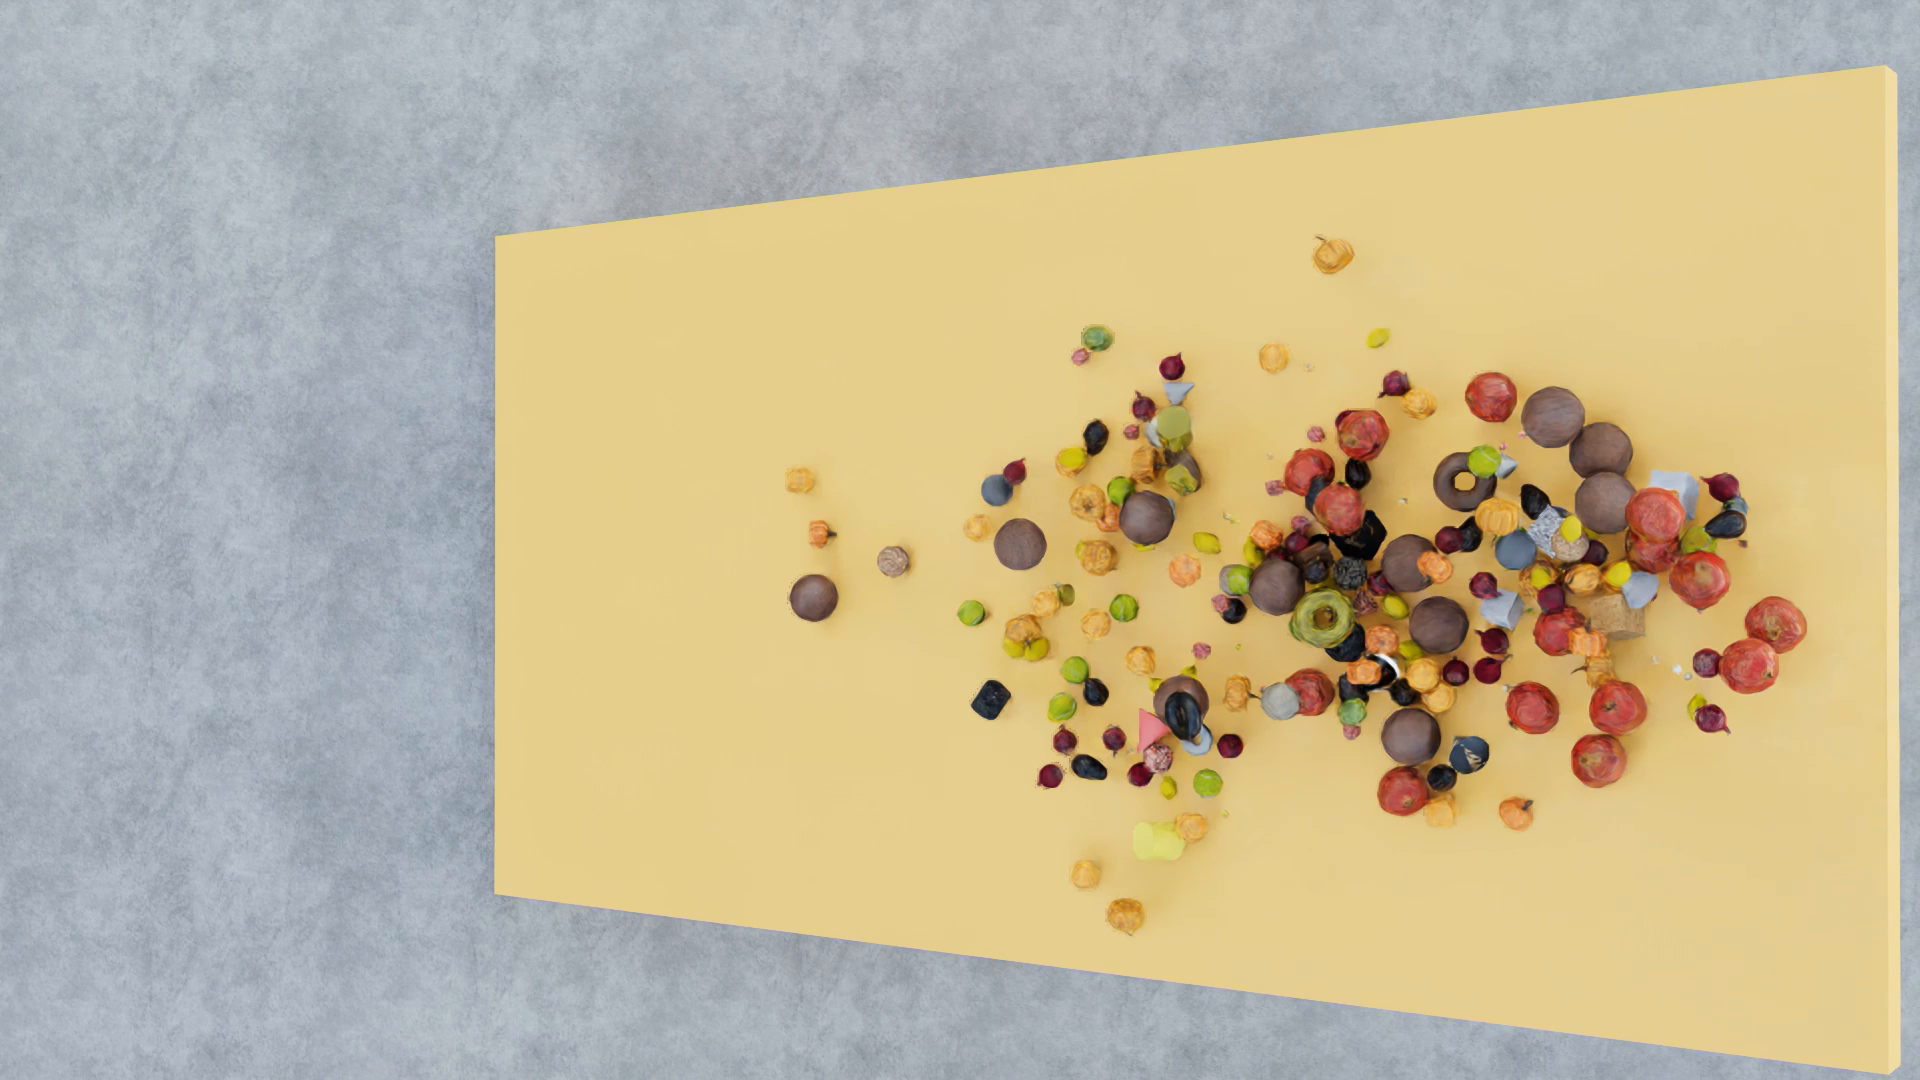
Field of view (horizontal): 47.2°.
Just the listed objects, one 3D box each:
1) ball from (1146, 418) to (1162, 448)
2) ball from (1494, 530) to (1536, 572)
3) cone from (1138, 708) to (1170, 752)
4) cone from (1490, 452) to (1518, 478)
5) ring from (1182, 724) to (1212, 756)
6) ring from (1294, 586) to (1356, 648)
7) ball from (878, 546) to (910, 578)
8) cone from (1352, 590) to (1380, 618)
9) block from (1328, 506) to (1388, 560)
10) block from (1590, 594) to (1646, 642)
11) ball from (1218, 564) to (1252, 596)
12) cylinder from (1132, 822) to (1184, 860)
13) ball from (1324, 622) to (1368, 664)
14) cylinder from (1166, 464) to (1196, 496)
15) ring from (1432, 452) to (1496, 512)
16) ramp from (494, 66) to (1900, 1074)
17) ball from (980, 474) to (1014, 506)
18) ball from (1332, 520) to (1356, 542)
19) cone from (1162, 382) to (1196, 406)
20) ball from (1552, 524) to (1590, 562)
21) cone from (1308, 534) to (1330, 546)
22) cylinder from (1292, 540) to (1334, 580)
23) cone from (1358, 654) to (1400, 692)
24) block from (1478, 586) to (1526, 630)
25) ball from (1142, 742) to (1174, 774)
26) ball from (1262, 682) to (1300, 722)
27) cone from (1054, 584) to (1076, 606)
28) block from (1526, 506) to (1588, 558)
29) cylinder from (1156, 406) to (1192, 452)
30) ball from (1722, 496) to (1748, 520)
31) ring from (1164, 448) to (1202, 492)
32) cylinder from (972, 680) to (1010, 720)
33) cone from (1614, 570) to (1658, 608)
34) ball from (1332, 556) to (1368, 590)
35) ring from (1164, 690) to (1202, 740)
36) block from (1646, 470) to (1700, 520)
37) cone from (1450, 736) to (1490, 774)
[{"bbox_3d":[0.481,-0.257,5.265,0.076,0.076,0.076,0,90,0],"label":"ball"},{"bbox_3d":[1.181,0.022,4.675,0.087,0.087,0.087,0,90,0],"label":"ball"},{"bbox_3d":[0.450,0.469,5.272,0.098,0.098,0.098,29,90,0],"label":"cone"},{"bbox_3d":[1.192,-0.164,4.762,0.059,0.059,0.059,1,87,-27],"label":"cone"},{"bbox_3d":[0.565,0.476,5.249,0.083,0.028,0.083,3,95,36],"label":"ring"},{"bbox_3d":[0.814,0.174,4.914,0.140,0.047,0.140,0,93,-4],"label":"ring"},{"bbox_3d":[-0.174,0.056,5.748,0.083,0.083,0.083,0,90,0],"label":"ball"},{"bbox_3d":[0.897,0.158,4.960,0.068,0.068,0.068,43,114,0],"label":"cone"},{"bbox_3d":[0.895,-0.015,4.941,0.080,0.080,0.080,48,67,-37],"label":"block"},{"bbox_3d":[1.380,0.163,4.614,0.078,0.078,0.078,13,70,-34],"label":"block"},{"bbox_3d":[0.645,0.093,5.164,0.077,0.077,0.077,0,90,0],"label":"ball"},{"bbox_3d":[0.474,0.719,5.255,0.090,0.090,0.090,5,90,-29],"label":"cylinder"},{"bbox_3d":[0.874,0.230,4.985,0.099,0.099,0.099,0,90,0],"label":"ball"},{"bbox_3d":[0.512,-0.138,5.091,0.053,0.053,0.053,-43,127,0],"label":"cylinder"},{"bbox_3d":[1.104,-0.128,4.811,0.137,0.046,0.137,4,110,10],"label":"ring"},{"bbox_3d":[0.240,0.067,5.563,4.000,0.100,2.000,0,89,36],"label":"ramp"},{"bbox_3d":[0.093,-0.126,5.558,0.082,0.082,0.082,0,90,0],"label":"ball"},{"bbox_3d":[0.877,-0.021,5.014,0.052,0.052,0.052,0,90,0],"label":"ball"},{"bbox_3d":[0.532,-0.362,5.275,0.074,0.074,0.074,-25,90,5],"label":"cone"},{"bbox_3d":[1.281,0.006,4.615,0.079,0.079,0.079,0,90,0],"label":"ball"},{"bbox_3d":[0.817,0.003,5.068,0.052,0.052,0.052,-4,106,-15],"label":"cone"},{"bbox_3d":[0.804,0.047,5.006,0.067,0.067,0.067,-27,90,-18],"label":"cylinder"},{"bbox_3d":[0.917,0.316,4.897,0.095,0.095,0.095,15,122,26],"label":"cone"},{"bbox_3d":[1.174,0.147,4.760,0.064,0.064,0.064,19,77,37],"label":"block"},{"bbox_3d":[0.475,0.524,5.281,0.075,0.075,0.075,0,90,0],"label":"ball"},{"bbox_3d":[0.713,0.360,4.893,0.086,0.086,0.086,0,90,0],"label":"ball"},{"bbox_3d":[0.249,0.137,5.461,0.056,0.056,0.056,0,89,36],"label":"cone"},{"bbox_3d":[1.278,-0.017,4.708,0.081,0.081,0.081,46,115,27],"label":"block"},{"bbox_3d":[0.499,-0.258,5.119,0.081,0.081,0.081,-3,70,8],"label":"cylinder"},{"bbox_3d":[1.588,-0.065,4.505,0.051,0.051,0.051,0,90,0],"label":"ball"},{"bbox_3d":[0.530,-0.173,5.225,0.045,0.134,0.134,-28,90,-8],"label":"ring"},{"bbox_3d":[0.079,0.405,5.569,0.073,0.073,0.073,33,111,0],"label":"cylinder"},{"bbox_3d":[1.391,0.085,4.576,0.085,0.085,0.085,-18,128,-24],"label":"cone"},{"bbox_3d":[0.885,0.075,4.991,0.079,0.079,0.079,0,90,0],"label":"ball"},{"bbox_3d":[0.507,0.399,4.991,0.039,0.117,0.117,-12,90,-29],"label":"ring"},{"bbox_3d":[1.475,-0.093,4.551,0.076,0.076,0.076,4,73,39],"label":"block"},{"bbox_3d":[1.101,0.450,4.823,0.092,0.092,0.092,-4,113,-9],"label":"cone"}]
